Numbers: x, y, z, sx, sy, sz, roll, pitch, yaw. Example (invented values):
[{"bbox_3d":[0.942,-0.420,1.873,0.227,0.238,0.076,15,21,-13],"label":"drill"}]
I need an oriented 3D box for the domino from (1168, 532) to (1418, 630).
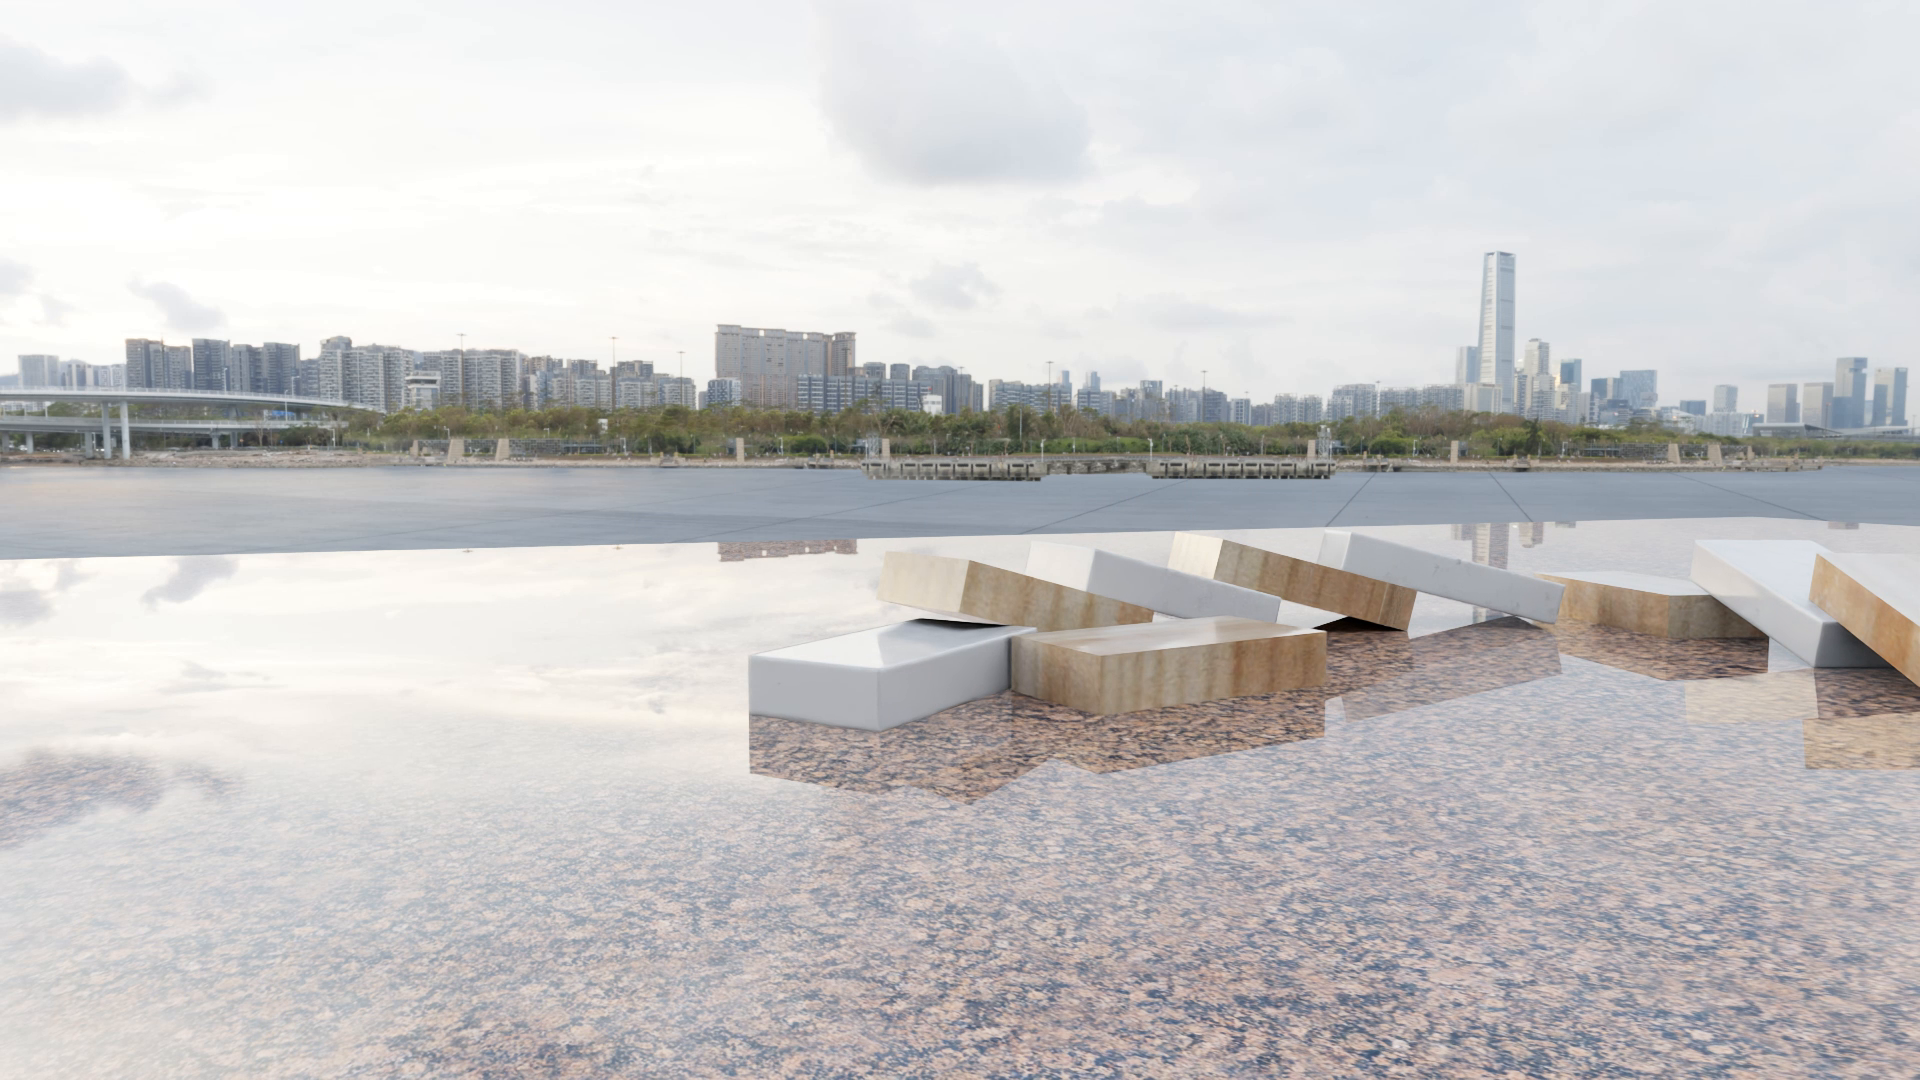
[{"bbox_3d":[0.076,0.009,0.298,0.050,0.010,0.025,14,1,-15],"label":"domino"}]

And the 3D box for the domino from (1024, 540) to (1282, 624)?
[{"bbox_3d":[0.042,0.011,0.278,0.050,0.010,0.025,14,-3,-28],"label":"domino"}]

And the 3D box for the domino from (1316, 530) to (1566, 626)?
[{"bbox_3d":[0.114,0.008,0.307,0.050,0.010,0.025,14,2,2],"label":"domino"}]

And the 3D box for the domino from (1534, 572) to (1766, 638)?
[{"bbox_3d":[0.163,0.015,0.307,0.025,0.010,0.050,-1,4,-9],"label":"domino"}]

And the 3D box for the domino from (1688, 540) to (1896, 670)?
[{"bbox_3d":[0.176,0.012,0.265,0.025,0.010,0.050,0,18,4],"label":"domino"}]

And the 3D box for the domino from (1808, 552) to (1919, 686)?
[{"bbox_3d":[0.174,0.015,0.225,0.025,0.010,0.050,1,18,10],"label":"domino"}]

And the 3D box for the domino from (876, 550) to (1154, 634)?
[{"bbox_3d":[0.011,0.013,0.251,0.050,0.009,0.025,16,-7,-39],"label":"domino"}]

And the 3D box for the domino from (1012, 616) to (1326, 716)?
[{"bbox_3d":[0.037,0.021,0.224,0.050,0.010,0.025,-3,5,-31],"label":"domino"}]

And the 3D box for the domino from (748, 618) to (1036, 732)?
[{"bbox_3d":[-0.010,0.022,0.216,0.025,0.009,0.050,3,5,31],"label":"domino"}]
